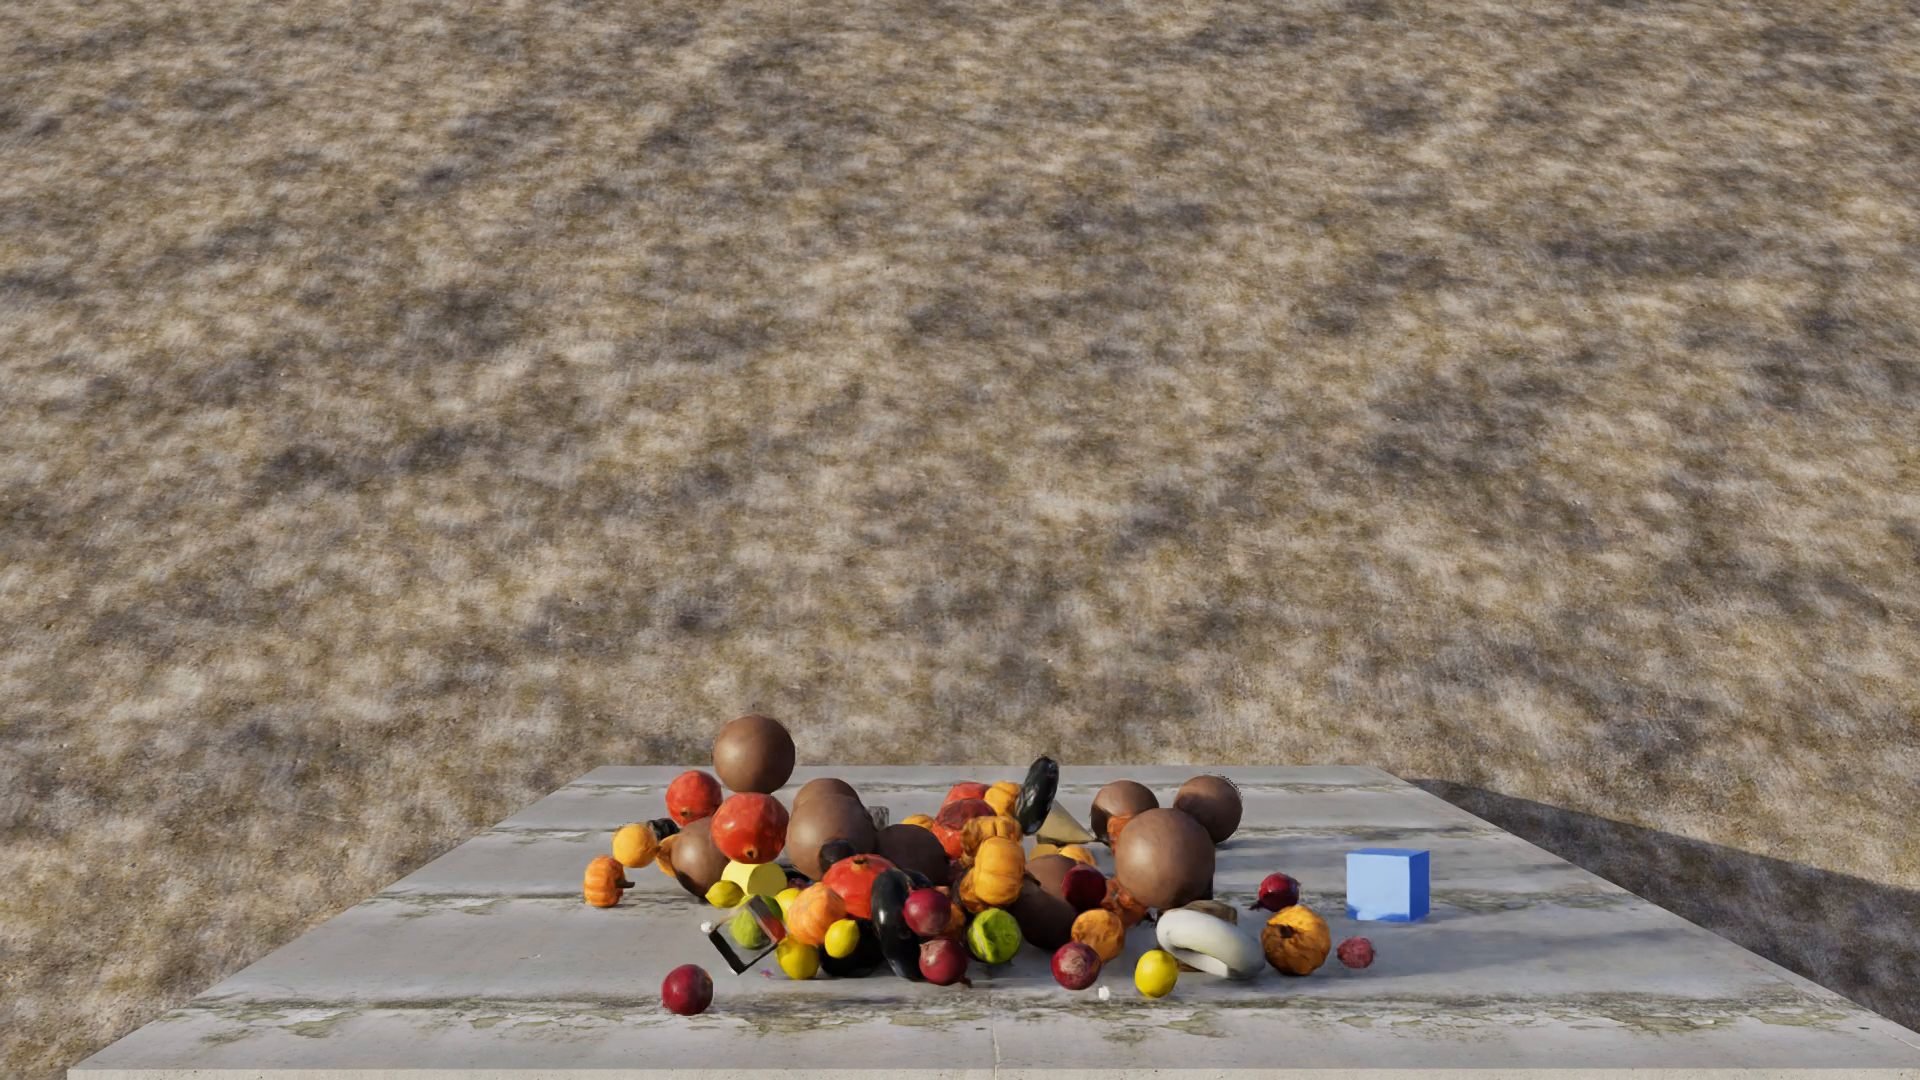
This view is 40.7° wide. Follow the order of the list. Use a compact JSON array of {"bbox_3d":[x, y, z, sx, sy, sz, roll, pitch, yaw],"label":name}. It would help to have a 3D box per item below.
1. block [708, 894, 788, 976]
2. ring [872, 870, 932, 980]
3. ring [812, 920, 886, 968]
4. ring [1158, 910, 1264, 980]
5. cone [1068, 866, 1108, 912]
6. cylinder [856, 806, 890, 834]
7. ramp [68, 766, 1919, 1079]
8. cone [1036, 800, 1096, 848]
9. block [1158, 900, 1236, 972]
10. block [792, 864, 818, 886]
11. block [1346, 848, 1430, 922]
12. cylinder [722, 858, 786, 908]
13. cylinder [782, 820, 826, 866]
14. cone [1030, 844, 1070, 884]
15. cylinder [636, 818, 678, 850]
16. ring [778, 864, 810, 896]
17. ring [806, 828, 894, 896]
[{"bbox_3d":[-0.268,0.497,3.267,0.063,0.063,0.063,-38,1,12],"label":"block"},{"bbox_3d":[-0.074,0.486,3.278,0.048,0.143,0.143,-16,30,9],"label":"ring"},{"bbox_3d":[-0.144,0.530,3.397,0.101,0.034,0.101,12,17,-4],"label":"ring"},{"bbox_3d":[0.315,0.508,3.250,0.144,0.144,0.048,16,69,24],"label":"ring"},{"bbox_3d":[0.177,0.514,3.731,0.061,0.061,0.061,9,42,14],"label":"cone"},{"bbox_3d":[-0.168,0.541,4.996,0.054,0.054,0.054,1,30,-16],"label":"cylinder"},{"bbox_3d":[0.070,0.617,4.695,2.000,0.100,4.000,0,0,0],"label":"ramp"},{"bbox_3d":[0.201,0.522,4.603,0.096,0.096,0.096,14,34,27],"label":"cone"},{"bbox_3d":[0.308,0.516,3.375,0.080,0.080,0.080,0,0,-15],"label":"block"},{"bbox_3d":[-0.231,0.523,4.248,0.081,0.081,0.081,0,0,0],"label":"block"},{"bbox_3d":[0.636,0.512,3.852,0.096,0.096,0.096,0,-1,28],"label":"block"},{"bbox_3d":[-0.315,0.525,3.960,0.073,0.073,0.073,-26,15,-35],"label":"cylinder"},{"bbox_3d":[-0.238,0.463,3.967,0.053,0.053,0.053,9,21,14],"label":"cylinder"},{"bbox_3d":[0.133,0.546,4.256,0.072,0.072,0.072,11,56,-18],"label":"cone"},{"bbox_3d":[-0.554,0.539,4.742,0.055,0.055,0.055,27,16,37],"label":"cylinder"},{"bbox_3d":[-0.300,0.542,4.138,0.122,0.041,0.122,2,0,0],"label":"ring"},{"bbox_3d":[-0.174,0.506,4.058,0.144,0.144,0.048,4,46,6],"label":"ring"}]
